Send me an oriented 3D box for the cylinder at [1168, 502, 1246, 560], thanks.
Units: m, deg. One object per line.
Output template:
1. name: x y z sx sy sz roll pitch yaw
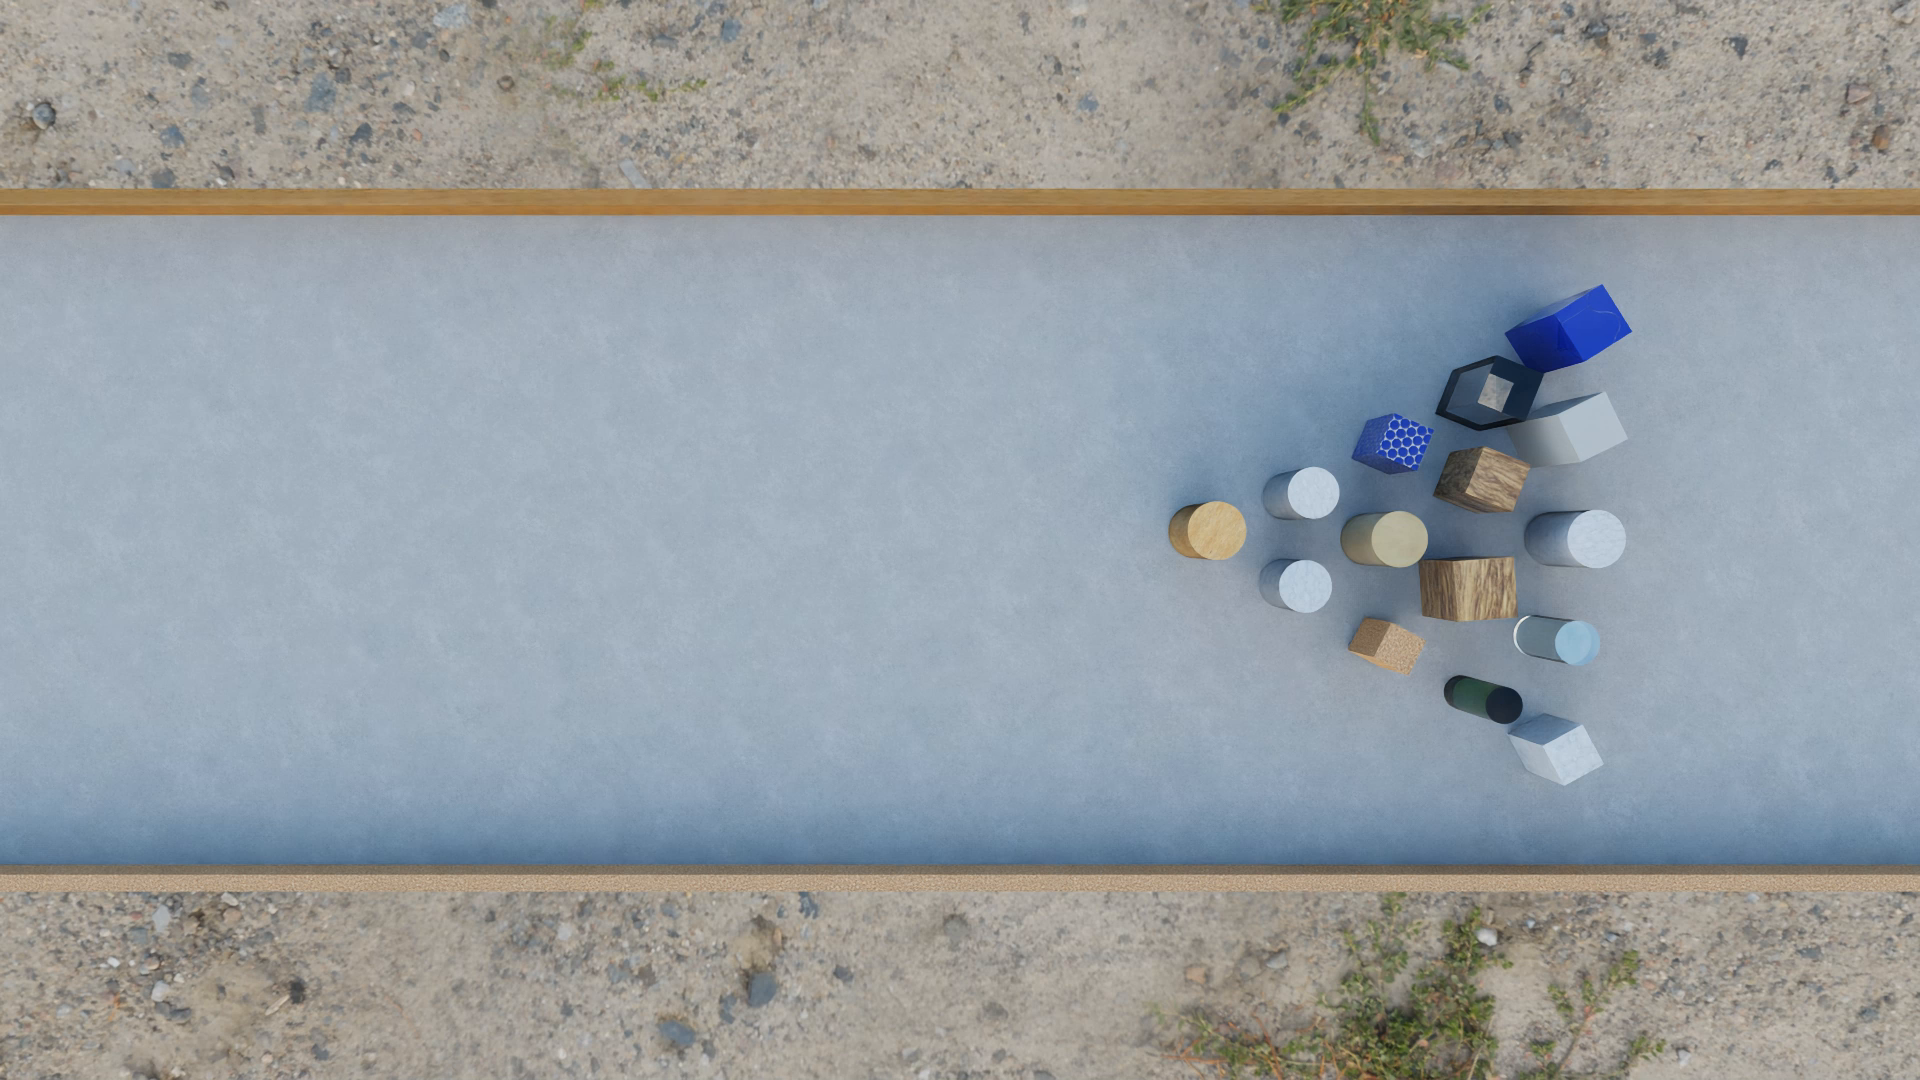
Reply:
1. cylinder: 0.724 -0.026 4.861 0.166 0.430 0.166 0 90 0

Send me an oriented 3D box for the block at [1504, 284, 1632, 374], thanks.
1. block: 1.785 -0.612 4.861 0.159 0.430 0.159 -32 90 0

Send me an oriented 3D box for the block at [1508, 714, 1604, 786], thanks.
1. block: 1.771 0.621 4.920 0.131 0.314 0.131 -29 90 0

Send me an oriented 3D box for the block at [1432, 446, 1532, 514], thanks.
1. block: 1.549 -0.176 4.910 0.146 0.332 0.146 22 90 0

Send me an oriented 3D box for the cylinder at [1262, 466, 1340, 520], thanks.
1. cylinder: 1.005 -0.134 4.881 0.147 0.391 0.147 0 90 0

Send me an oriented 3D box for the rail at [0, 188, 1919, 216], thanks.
1. rail: -2.247 -1.025 5.002 12.000 0.150 0.050 0 90 0

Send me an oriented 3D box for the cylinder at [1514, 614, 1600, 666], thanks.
1. cylinder: 1.768 0.295 4.898 0.129 0.356 0.129 0 90 0

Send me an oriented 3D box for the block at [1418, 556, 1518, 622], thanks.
1. block: 1.504 0.141 4.897 0.173 0.359 0.173 -4 90 0

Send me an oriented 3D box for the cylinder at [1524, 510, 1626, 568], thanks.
1. cylinder: 1.821 -0.003 4.897 0.168 0.360 0.168 0 90 0

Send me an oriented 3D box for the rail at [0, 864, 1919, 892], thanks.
1. rail: -2.247 1.025 5.001 12.000 0.150 0.050 0 90 0

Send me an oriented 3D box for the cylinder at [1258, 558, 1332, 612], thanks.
1. cylinder: 0.995 0.134 4.914 0.153 0.325 0.153 0 90 0

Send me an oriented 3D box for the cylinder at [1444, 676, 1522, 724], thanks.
1. cylinder: 1.542 0.469 4.875 0.106 0.404 0.106 0 90 0

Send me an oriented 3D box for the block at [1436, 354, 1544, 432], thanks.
1. block: 1.556 -0.429 4.867 0.145 0.419 0.145 22 90 0

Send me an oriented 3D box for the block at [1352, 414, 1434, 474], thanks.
1. block: 1.287 -0.284 4.921 0.127 0.312 0.127 23 90 0

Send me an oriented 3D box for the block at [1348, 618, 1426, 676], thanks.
1. block: 1.270 0.314 4.917 0.113 0.318 0.113 27 90 0

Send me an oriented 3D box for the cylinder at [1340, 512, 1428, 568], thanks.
1. cylinder: 1.251 -0.002 4.884 0.161 0.386 0.161 0 90 0

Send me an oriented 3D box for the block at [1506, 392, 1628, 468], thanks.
1. block: 1.775 -0.318 4.851 0.148 0.450 0.148 -26 90 0
